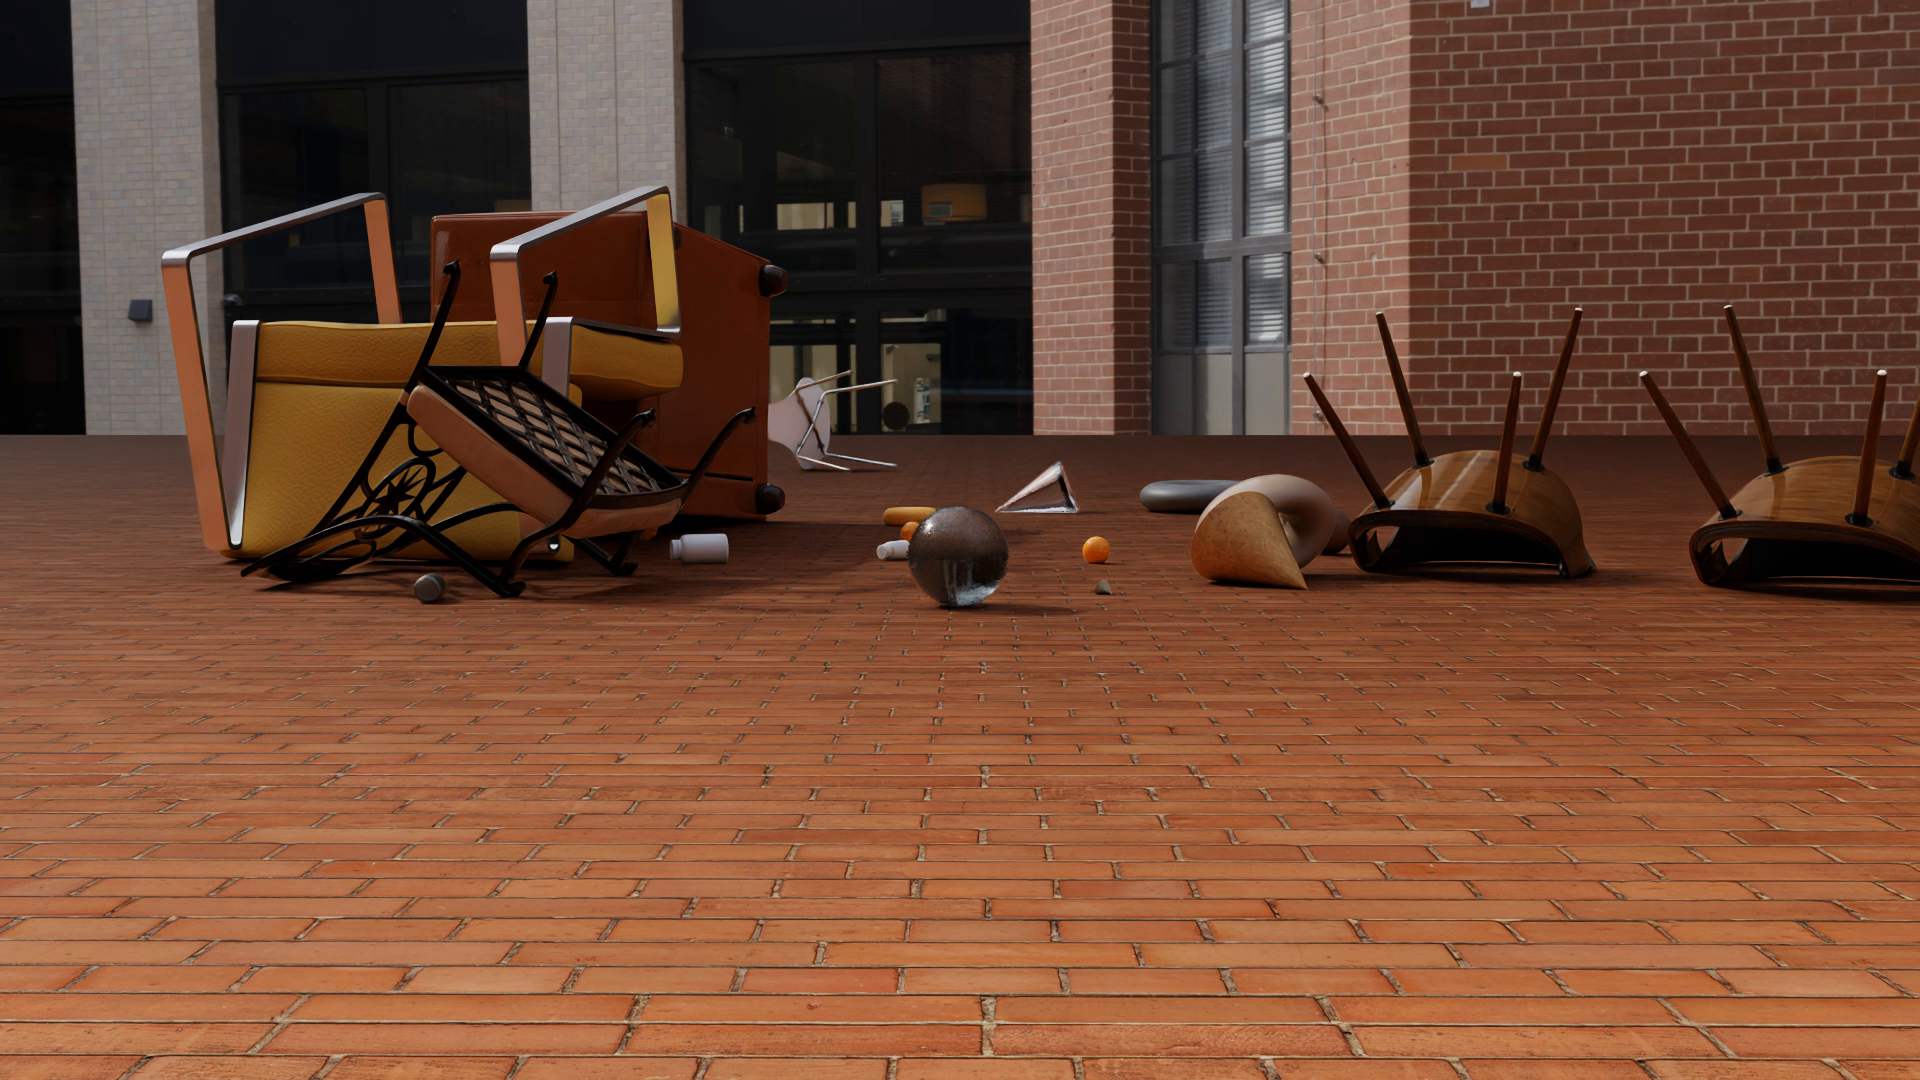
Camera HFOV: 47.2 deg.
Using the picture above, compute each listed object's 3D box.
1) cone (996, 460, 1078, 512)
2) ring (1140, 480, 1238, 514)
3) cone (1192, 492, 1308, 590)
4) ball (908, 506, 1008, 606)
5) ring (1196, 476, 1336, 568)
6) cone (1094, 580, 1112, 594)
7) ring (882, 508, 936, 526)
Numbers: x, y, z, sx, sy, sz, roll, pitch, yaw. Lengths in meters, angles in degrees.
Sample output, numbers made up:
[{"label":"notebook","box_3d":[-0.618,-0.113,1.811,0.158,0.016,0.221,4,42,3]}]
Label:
[{"label":"cone","box_3d":[0.259,-0.150,8.019,0.286,0.199,0.235,-20,24,7]},{"label":"ring","box_3d":[0.890,-0.159,8.081,0.452,0.108,0.483,-3,5,-26]},{"label":"cone","box_3d":[0.708,0.052,5.005,0.256,0.234,0.263,3,26,-38]},{"label":"ball","box_3d":[-0.003,0.033,4.538,0.209,0.209,0.209,0,4,0]},{"label":"ring","box_3d":[0.732,-0.029,5.269,0.364,0.245,0.164,-17,22,-23]},{"label":"cone","box_3d":[0.321,0.111,4.819,0.032,0.037,0.054,36,20,27]},{"label":"ring","box_3d":[-0.161,-0.076,7.234,0.192,0.060,0.147,0,3,20]}]
